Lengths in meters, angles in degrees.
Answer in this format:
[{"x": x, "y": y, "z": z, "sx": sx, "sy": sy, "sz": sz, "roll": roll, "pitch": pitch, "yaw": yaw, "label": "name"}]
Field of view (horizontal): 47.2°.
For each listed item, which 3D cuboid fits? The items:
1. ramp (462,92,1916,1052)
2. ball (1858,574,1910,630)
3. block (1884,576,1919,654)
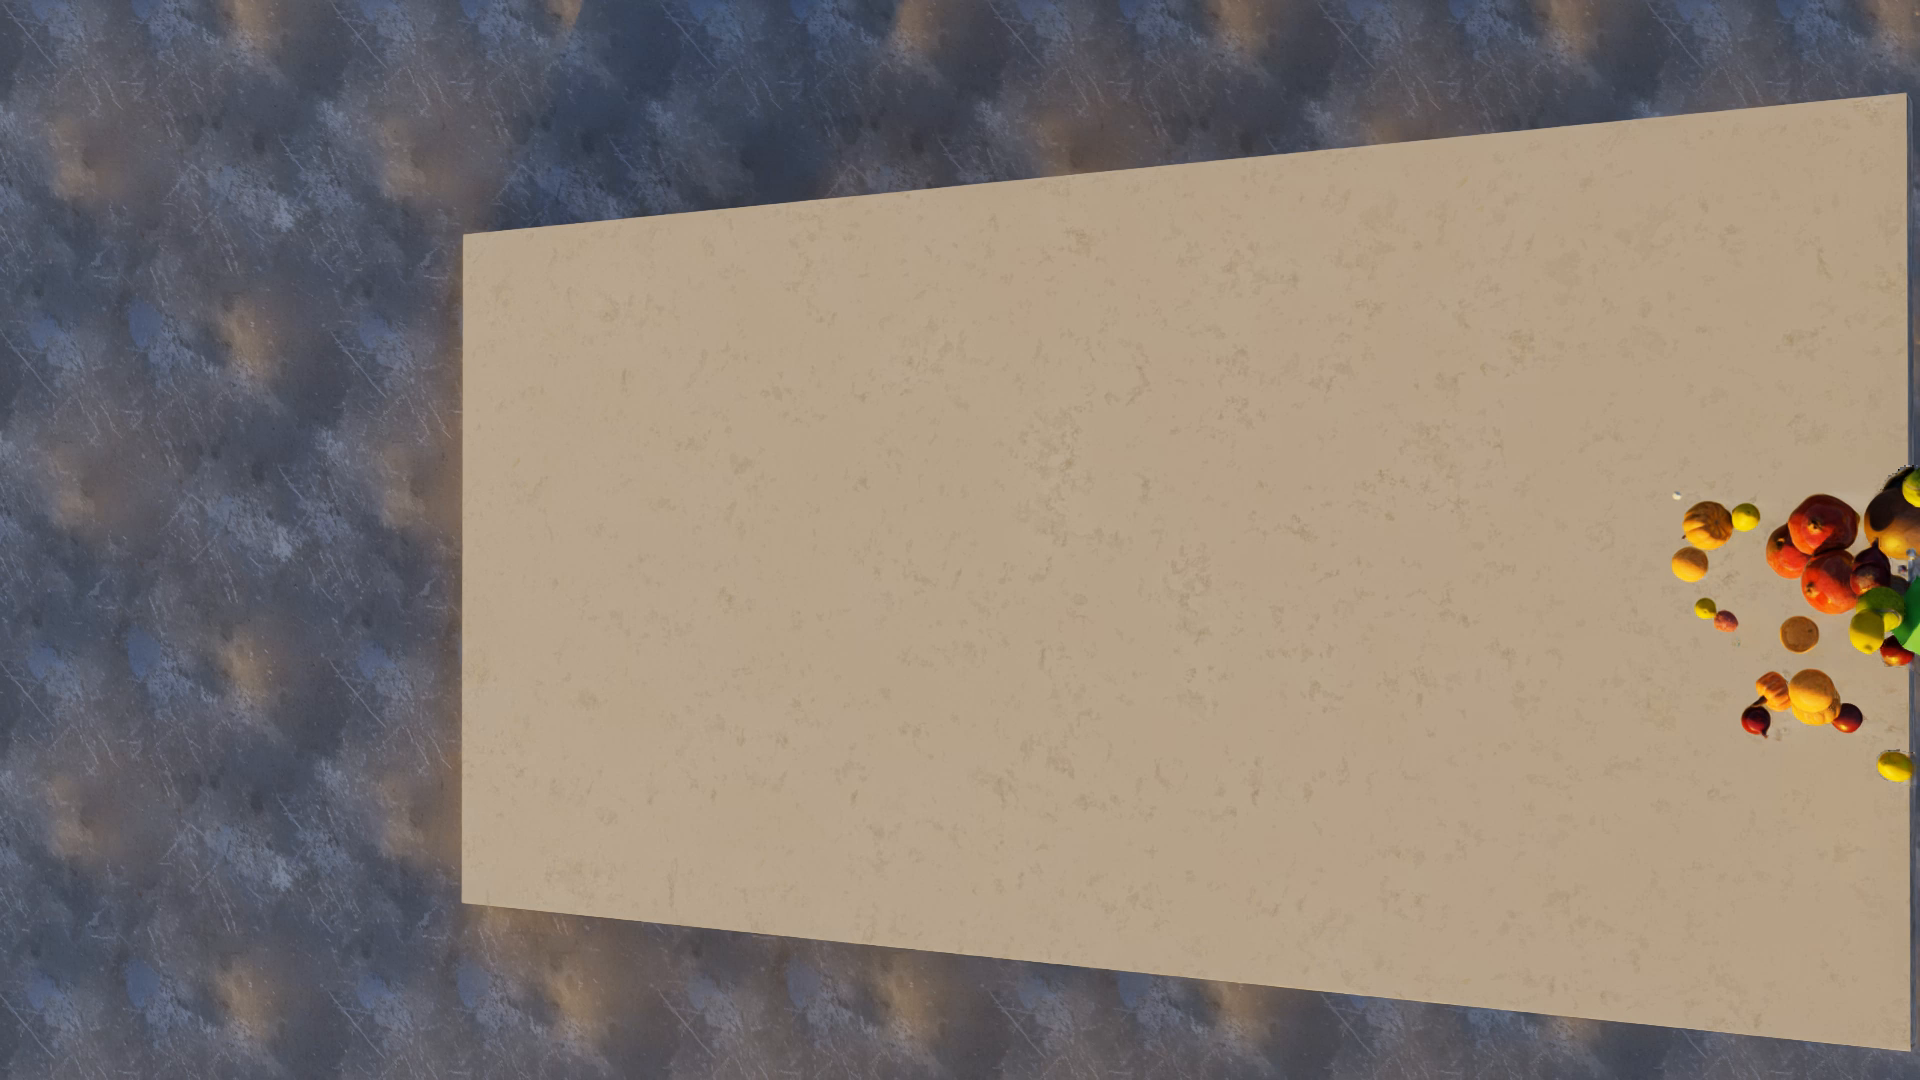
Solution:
[{"x": 0.270, "y": 0.075, "z": 5.628, "sx": 4.000, "sy": 0.100, "sz": 2.000, "roll": 0, "pitch": 89, "yaw": 30, "label": "ramp"}, {"x": 1.566, "y": 0.105, "z": 3.711, "sx": 0.095, "sy": 0.095, "sz": 0.095, "roll": 0, "pitch": 89, "yaw": 0, "label": "ball"}, {"x": 1.478, "y": 0.125, "z": 3.335, "sx": 0.087, "sy": 0.087, "sz": 0.087, "roll": 24, "pitch": 114, "yaw": -6, "label": "block"}]
